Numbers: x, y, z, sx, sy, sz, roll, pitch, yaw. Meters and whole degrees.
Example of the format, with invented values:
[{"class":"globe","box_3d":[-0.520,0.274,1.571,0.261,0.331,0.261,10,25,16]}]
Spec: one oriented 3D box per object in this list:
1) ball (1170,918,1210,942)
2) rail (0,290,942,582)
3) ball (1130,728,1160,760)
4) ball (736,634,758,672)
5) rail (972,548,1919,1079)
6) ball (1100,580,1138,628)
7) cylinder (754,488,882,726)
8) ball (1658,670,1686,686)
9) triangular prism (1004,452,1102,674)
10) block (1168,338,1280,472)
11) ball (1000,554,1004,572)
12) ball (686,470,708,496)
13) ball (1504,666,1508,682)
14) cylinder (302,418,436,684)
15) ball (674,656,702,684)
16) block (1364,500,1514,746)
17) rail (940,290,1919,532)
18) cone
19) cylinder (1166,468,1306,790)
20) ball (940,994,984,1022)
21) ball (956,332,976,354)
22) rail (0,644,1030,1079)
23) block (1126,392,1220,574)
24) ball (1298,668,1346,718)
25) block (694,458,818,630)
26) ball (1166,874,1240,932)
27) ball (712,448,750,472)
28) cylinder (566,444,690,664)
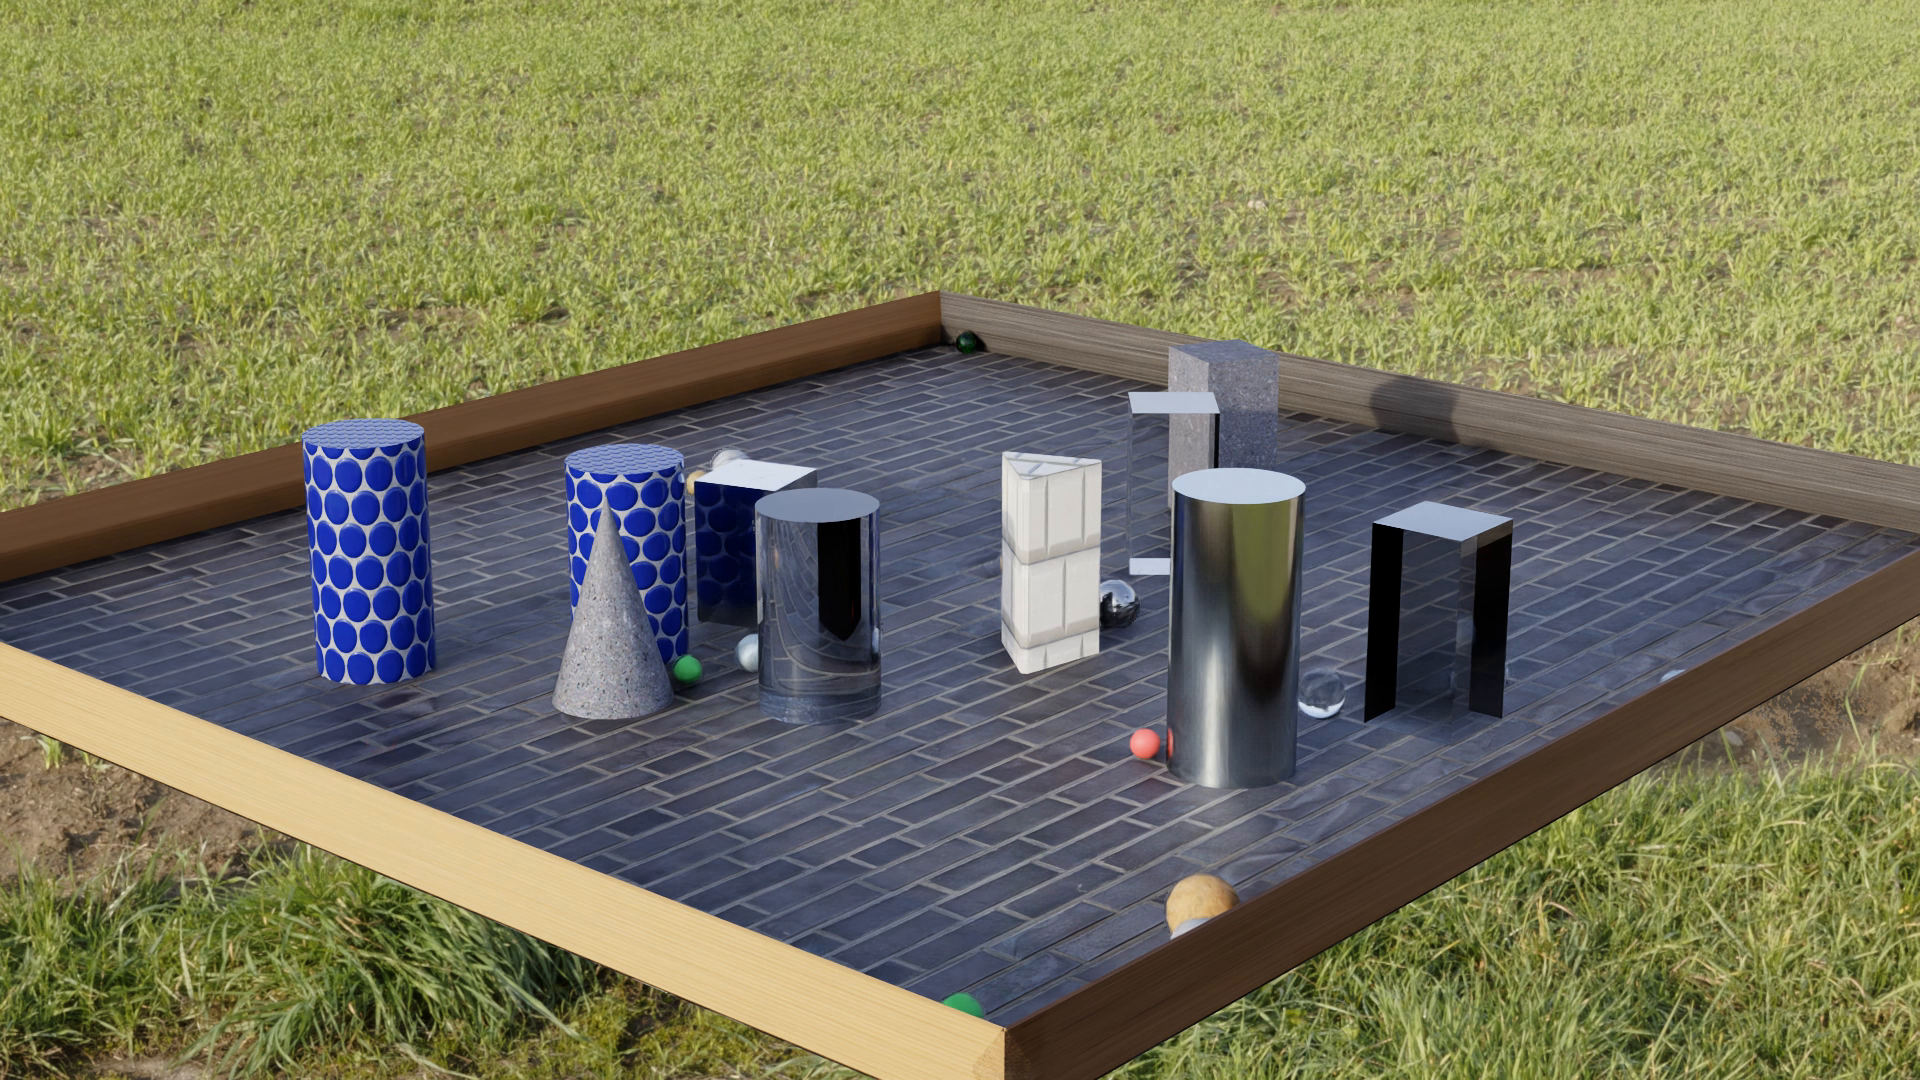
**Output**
[{"class":"ball","box_3d":[0.296,0.506,3.635,0.076,0.076,0.076,0,17,0]},{"class":"rail","box_3d":[-0.981,-0.215,5.936,0.045,0.125,2.900,14,22,39]},{"class":"ball","box_3d":[0.276,0.303,4.359,0.045,0.045,0.045,0,17,0]},{"class":"ball","box_3d":[-0.331,0.182,4.733,0.062,0.062,0.062,0,17,0]},{"class":"rail","box_3d":[0.981,0.278,4.305,0.045,0.125,2.900,14,22,39]},{"class":"ball","box_3d":[0.261,0.107,4.948,0.081,0.081,0.081,0,17,0]},{"class":"cylinder","box_3d":[-0.219,0.101,4.545,0.192,0.325,0.192,0,17,0]},{"class":"ball","box_3d":[1.114,0.236,4.533,0.073,0.073,0.073,0,17,0]},{"class":"triangular prism","box_3d":[0.119,0.028,4.785,0.166,0.326,0.144,-14,22,-39]},{"class":"block","box_3d":[0.503,-0.215,5.629,0.153,0.304,0.153,-8,18,-24]},{"class":"ball","box_3d":[0.095,0.040,5.229,0.047,0.047,0.047,0,17,0]},{"class":"ball","box_3d":[-0.508,-0.109,5.712,0.054,0.054,0.054,0,17,0]},{"class":"ball","box_3d":[0.838,0.209,4.647,0.060,0.060,0.060,0,17,0]},{"class":"cylinder","box_3d":[-0.948,0.017,4.714,0.192,0.389,0.192,0,17,0]},{"class":"ball","box_3d":[-0.433,0.208,4.679,0.044,0.044,0.044,0,17,0]},{"class":"block","box_3d":[0.729,0.125,4.473,0.153,0.322,0.153,13,21,38]},{"class":"rail","box_3d":[0.935,-0.280,6.151,2.647,0.125,0.045,14,22,39]},{"class":"cone","box_3d":[-0.546,0.089,4.570,0.192,0.335,0.192,0,17,0]},{"class":"cylinder","box_3d":[0.400,0.128,4.277,0.192,0.430,0.192,0,17,0]},{"class":"ball","box_3d":[0.001,0.566,3.473,0.056,0.056,0.056,0,17,0]},{"class":"ball","box_3d":[0.014,-0.462,6.885,0.051,0.051,0.051,0,17,0]},{"class":"rail","box_3d":[-0.935,0.342,4.090,2.647,0.125,0.045,14,22,39]},{"class":"block","box_3d":[0.380,-0.103,5.268,0.153,0.297,0.153,0,17,0]},{"class":"ball","box_3d":[0.556,0.236,4.525,0.078,0.078,0.078,0,17,0]},{"class":"block","box_3d":[-0.345,0.008,4.990,0.153,0.247,0.153,8,18,24]},{"class":"ball","box_3d":[0.308,0.471,3.716,0.096,0.096,0.096,0,17,0]},{"class":"ball","box_3d":[-0.447,-0.138,5.758,0.082,0.082,0.082,0,17,0]},{"class":"cylinder","box_3d":[-0.544,0.025,4.796,0.192,0.327,0.192,0,17,0]}]
